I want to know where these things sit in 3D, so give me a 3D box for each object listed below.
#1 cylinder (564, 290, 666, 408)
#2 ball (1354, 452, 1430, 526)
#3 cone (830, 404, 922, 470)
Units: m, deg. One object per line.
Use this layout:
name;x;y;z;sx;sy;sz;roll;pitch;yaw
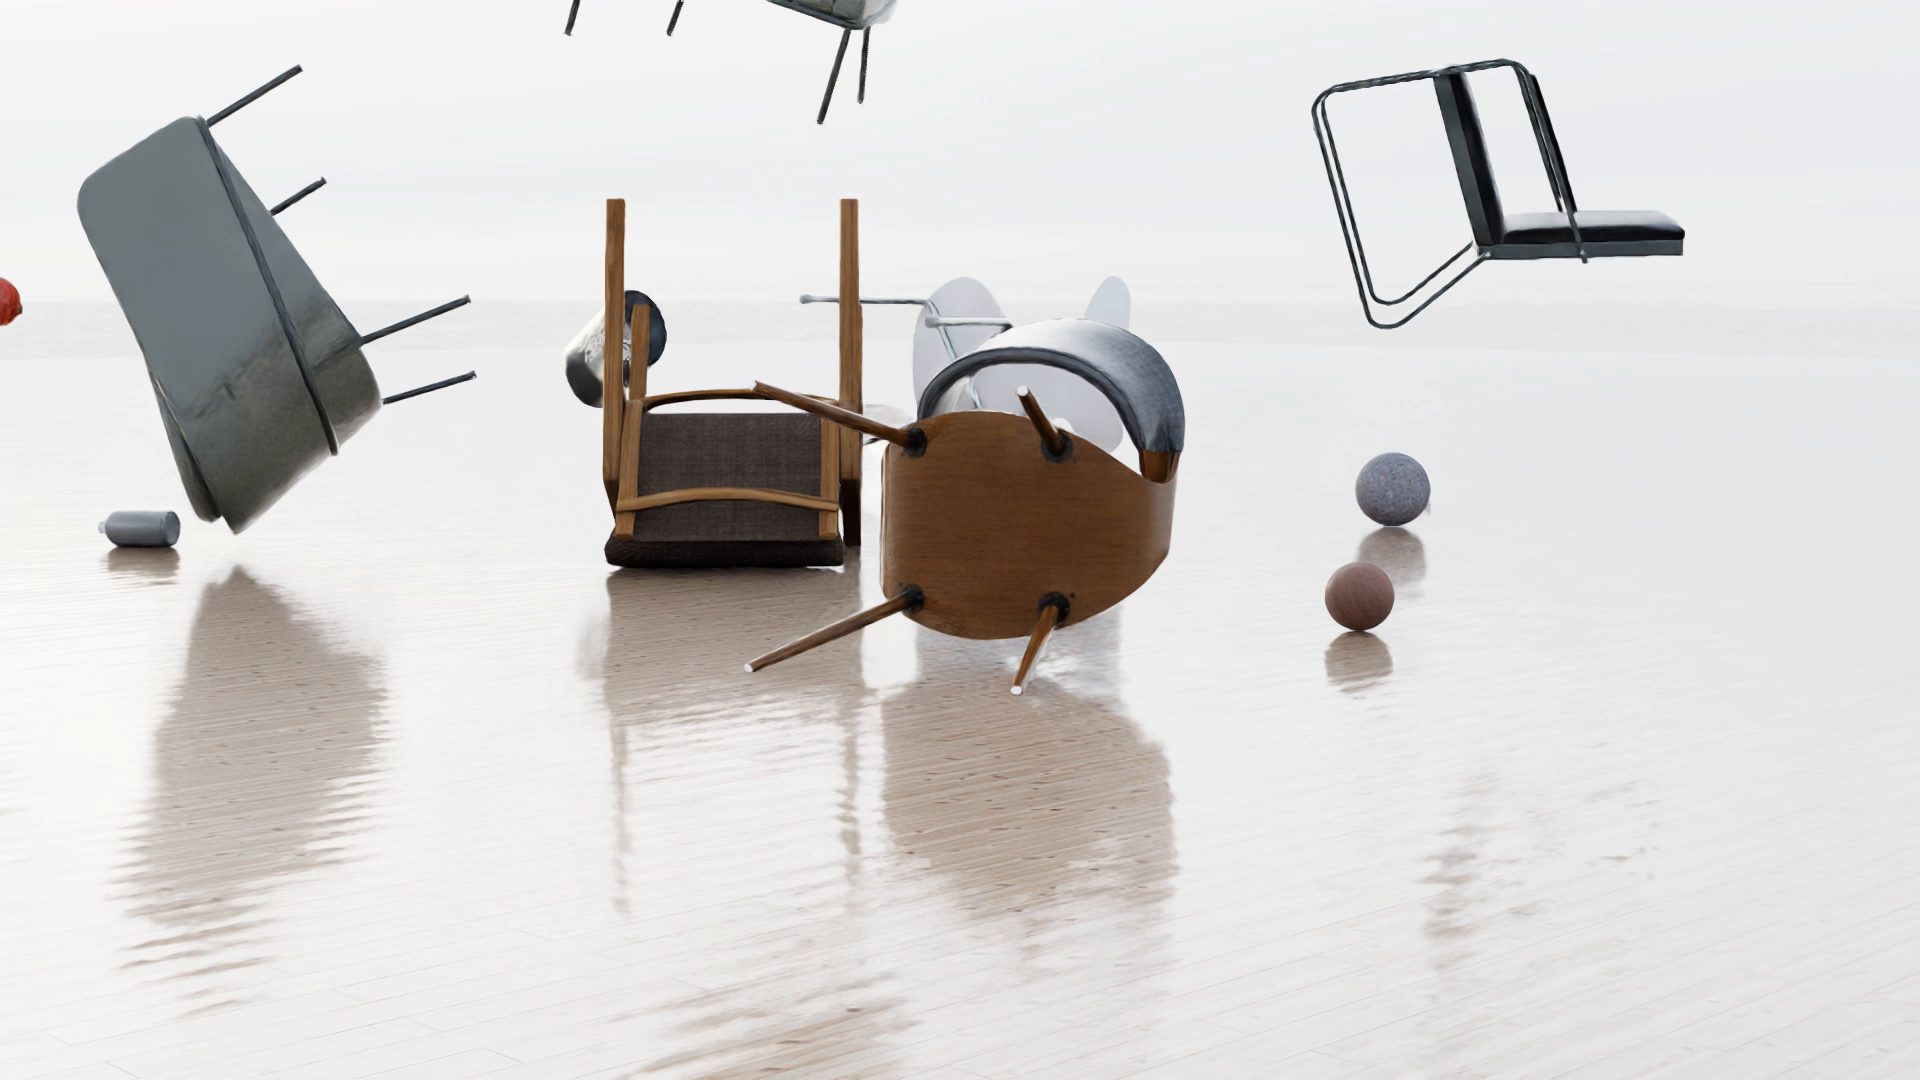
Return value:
cylinder;-0.949;-0.524;7.056;0.182;0.235;0.274;9;-27;-31
ball;1.139;-0.134;6.754;0.196;0.196;0.196;0;6;0
cone;-0.301;-0.337;8.608;0.312;0.223;0.224;0;7;8
